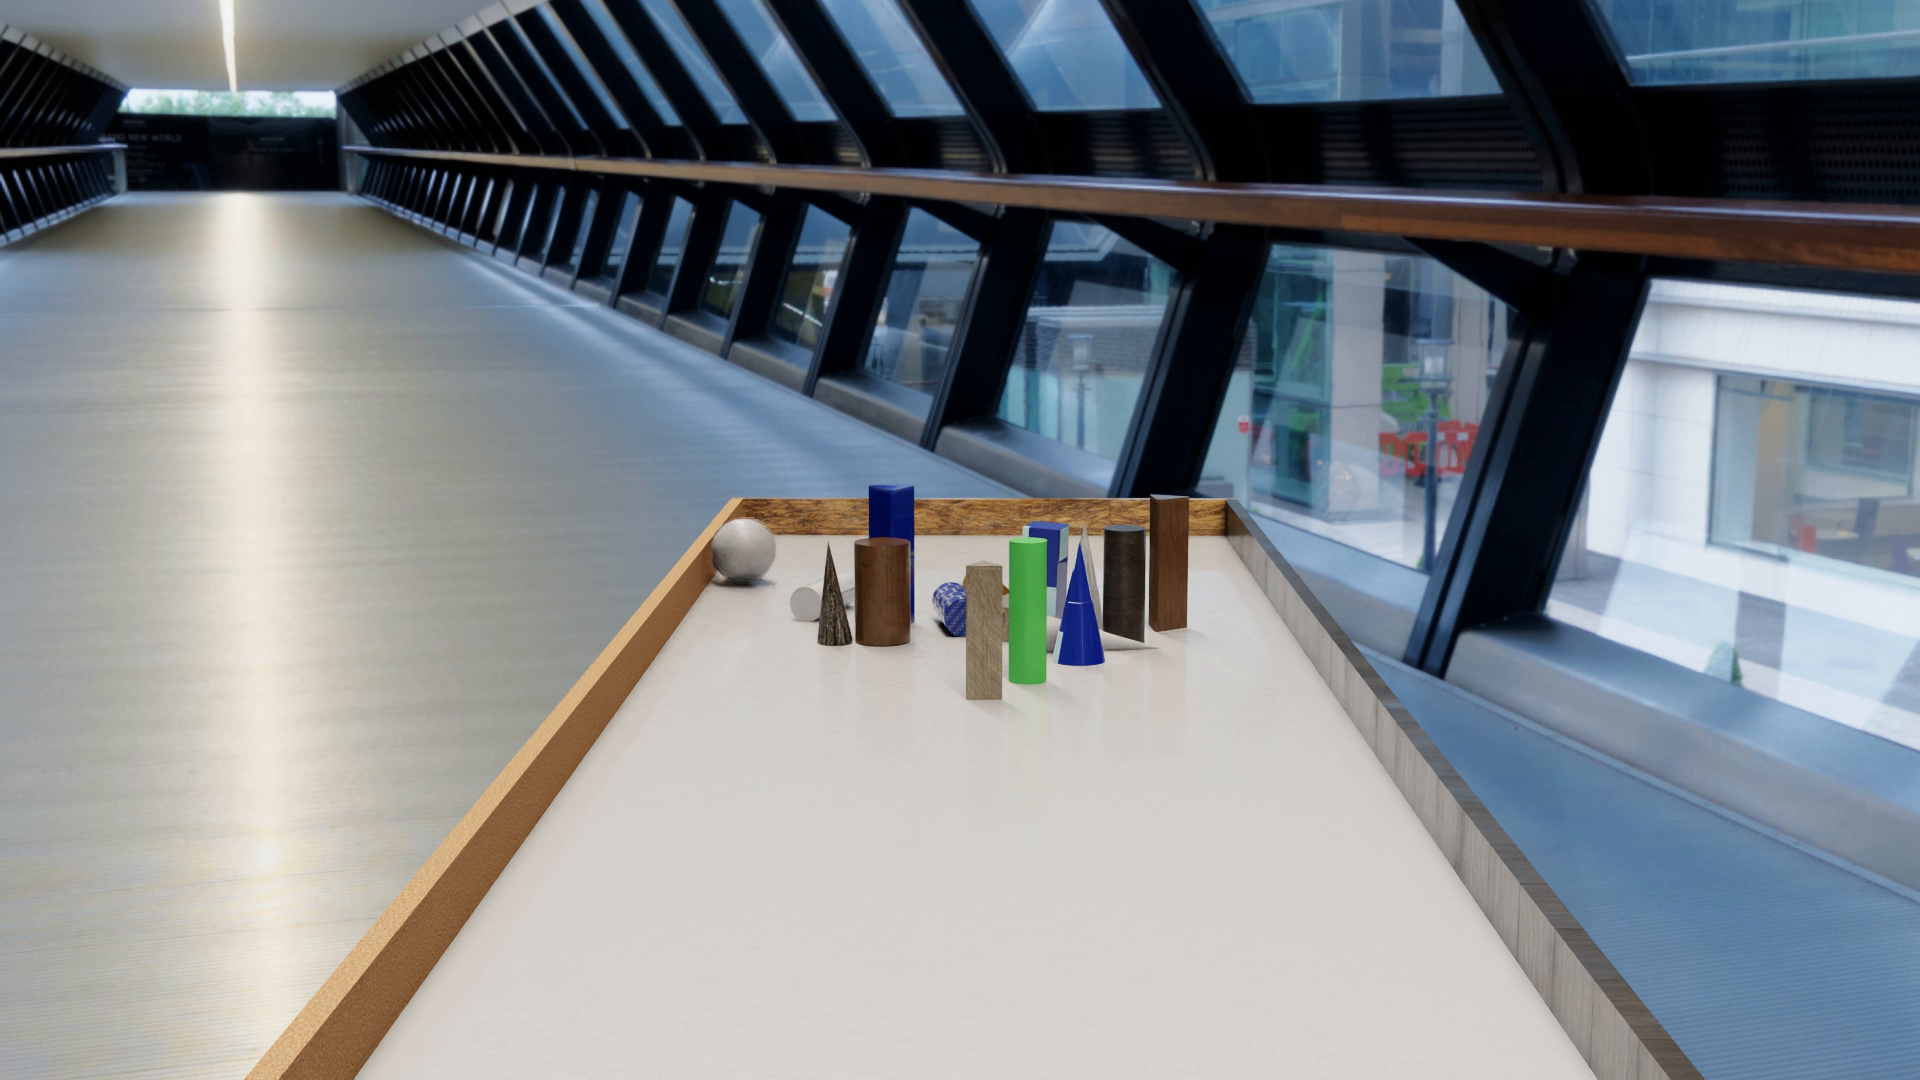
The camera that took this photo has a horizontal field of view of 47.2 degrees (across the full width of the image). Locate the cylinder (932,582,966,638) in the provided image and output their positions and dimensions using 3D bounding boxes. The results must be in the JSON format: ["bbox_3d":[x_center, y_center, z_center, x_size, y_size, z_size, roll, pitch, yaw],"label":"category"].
[{"bbox_3d":[-0.009,0.226,7.183,0.126,0.126,0.305,-1,9,-8],"label":"cylinder"}]

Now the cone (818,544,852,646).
[{"bbox_3d":[-0.405,0.160,6.927,0.113,0.328,0.113,-3,12,1],"label":"cone"}]

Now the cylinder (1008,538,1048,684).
[{"bbox_3d":[0.197,0.205,6.389,0.110,0.414,0.110,0,9,0],"label":"cylinder"}]

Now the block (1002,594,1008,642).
[{"bbox_3d":[0.204,0.235,7.169,0.112,0.112,0.436,4,10,26],"label":"block"}]

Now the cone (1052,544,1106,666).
[{"bbox_3d":[0.361,0.185,6.668,0.164,0.368,0.164,0,9,0],"label":"cone"}]

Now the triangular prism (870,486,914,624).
[{"bbox_3d":[-0.205,0.051,7.223,0.126,0.458,0.146,-6,11,-32],"label":"triangular prism"}]

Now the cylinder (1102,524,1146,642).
[{"bbox_3d":[0.516,0.145,6.910,0.133,0.370,0.133,0,9,0],"label":"cylinder"}]

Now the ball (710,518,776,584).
[{"bbox_3d":[-0.789,0.040,8.001,0.236,0.236,0.236,0,9,0],"label":"ball"}]

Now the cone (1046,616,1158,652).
[{"bbox_3d":[0.419,0.310,6.843,0.441,0.131,0.131,8,8,-6],"label":"cone"}]

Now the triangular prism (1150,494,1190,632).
[{"bbox_3d":[0.657,0.071,7.181,0.132,0.432,0.115,-6,11,-35],"label":"triangular prism"}]

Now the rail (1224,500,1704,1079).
[{"bbox_3d":[1.046,0.843,3.208,0.050,0.150,12.000,0,9,1],"label":"rail"}]

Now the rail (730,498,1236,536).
[{"bbox_3d":[0.099,-0.098,9.147,2.100,0.150,0.050,0,9,1],"label":"rail"}]

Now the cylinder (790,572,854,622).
[{"bbox_3d":[-0.456,0.191,7.431,0.117,0.117,0.309,3,10,20],"label":"cylinder"}]

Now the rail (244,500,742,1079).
[{"bbox_3d":[-1.004,0.839,3.234,0.050,0.150,12.000,0,9,1],"label":"rail"}]

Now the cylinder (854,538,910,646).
[{"bbox_3d":[-0.245,0.163,6.957,0.177,0.319,0.177,0,9,0],"label":"cylinder"}]

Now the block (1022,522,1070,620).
[{"bbox_3d":[0.266,0.135,6.958,0.118,0.368,0.118,5,11,18],"label":"block"}]

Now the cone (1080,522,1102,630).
[{"bbox_3d":[0.407,0.110,7.195,0.141,0.351,0.141,0,9,0],"label":"cone"}]

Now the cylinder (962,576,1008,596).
[{"bbox_3d":[0.093,0.182,7.460,0.126,0.126,0.316,-1,9,-8],"label":"cylinder"}]

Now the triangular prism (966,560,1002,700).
[{"bbox_3d":[0.066,0.253,6.192,0.100,0.381,0.086,0,9,-2],"label":"triangular prism"}]
